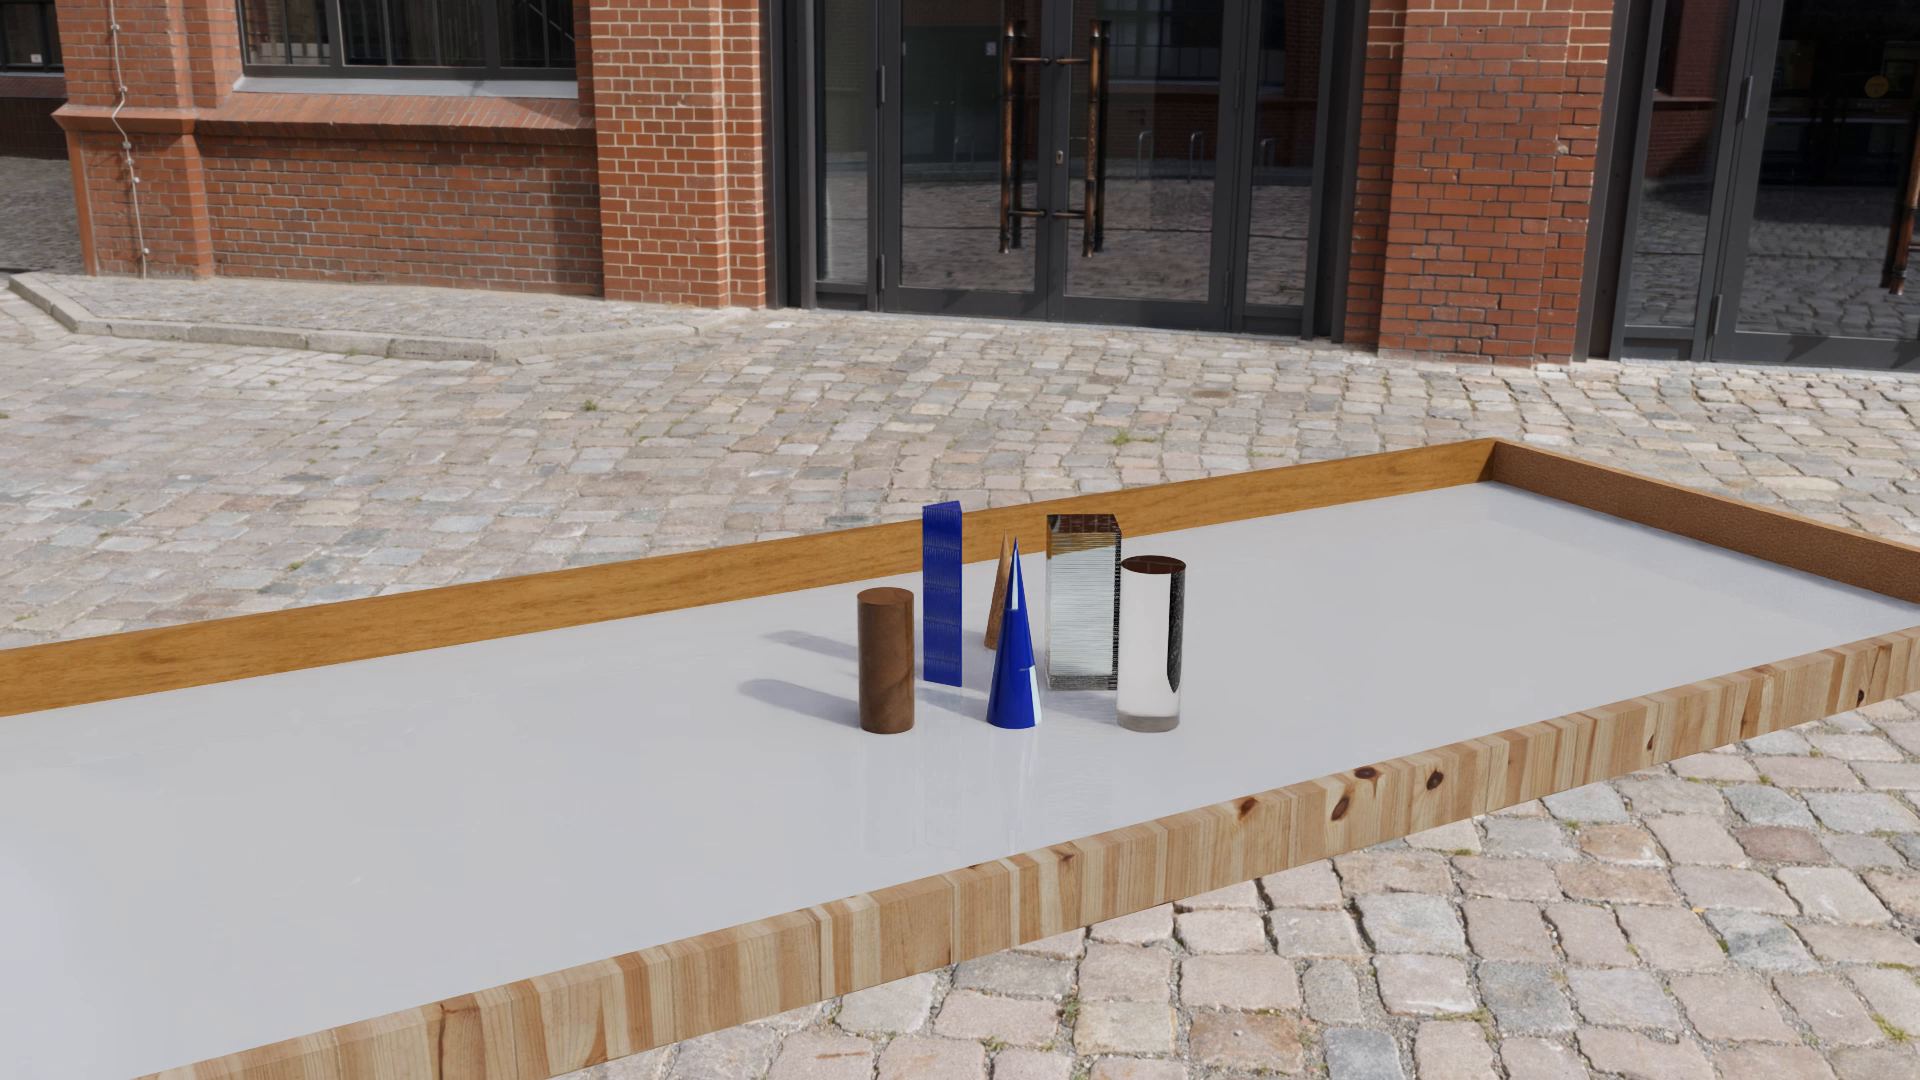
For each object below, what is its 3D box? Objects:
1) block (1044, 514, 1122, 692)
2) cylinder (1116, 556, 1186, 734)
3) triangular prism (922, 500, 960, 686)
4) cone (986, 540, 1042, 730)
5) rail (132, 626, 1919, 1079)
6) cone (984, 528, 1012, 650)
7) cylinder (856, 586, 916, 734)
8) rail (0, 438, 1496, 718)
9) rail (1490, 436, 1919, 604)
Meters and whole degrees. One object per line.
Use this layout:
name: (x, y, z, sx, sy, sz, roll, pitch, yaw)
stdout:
block: (0.303, 0.154, 4.107, 0.167, 0.408, 0.167, 0, 16, -2)
cylinder: (0.445, 0.242, 3.846, 0.150, 0.387, 0.150, 0, 16, 0)
triangular prism: (-0.025, 0.131, 4.107, 0.106, 0.453, 0.091, 8, 18, 25)
cone: (0.128, 0.205, 3.852, 0.136, 0.455, 0.136, 0, 16, 0)
rail: (-2.336, 1.006, 1.665, 12.000, 0.150, 0.050, -9, 18, -27)
cone: (0.118, 0.122, 4.363, 0.108, 0.325, 0.108, 0, 16, 0)
cylinder: (-0.172, 0.280, 3.840, 0.132, 0.317, 0.132, 0, 16, 0)
rail: (-3.305, 0.497, 3.399, 12.000, 0.150, 0.050, -9, 18, -27)
rail: (2.466, -0.048, 5.253, 0.050, 0.150, 2.100, -9, 18, -27)
